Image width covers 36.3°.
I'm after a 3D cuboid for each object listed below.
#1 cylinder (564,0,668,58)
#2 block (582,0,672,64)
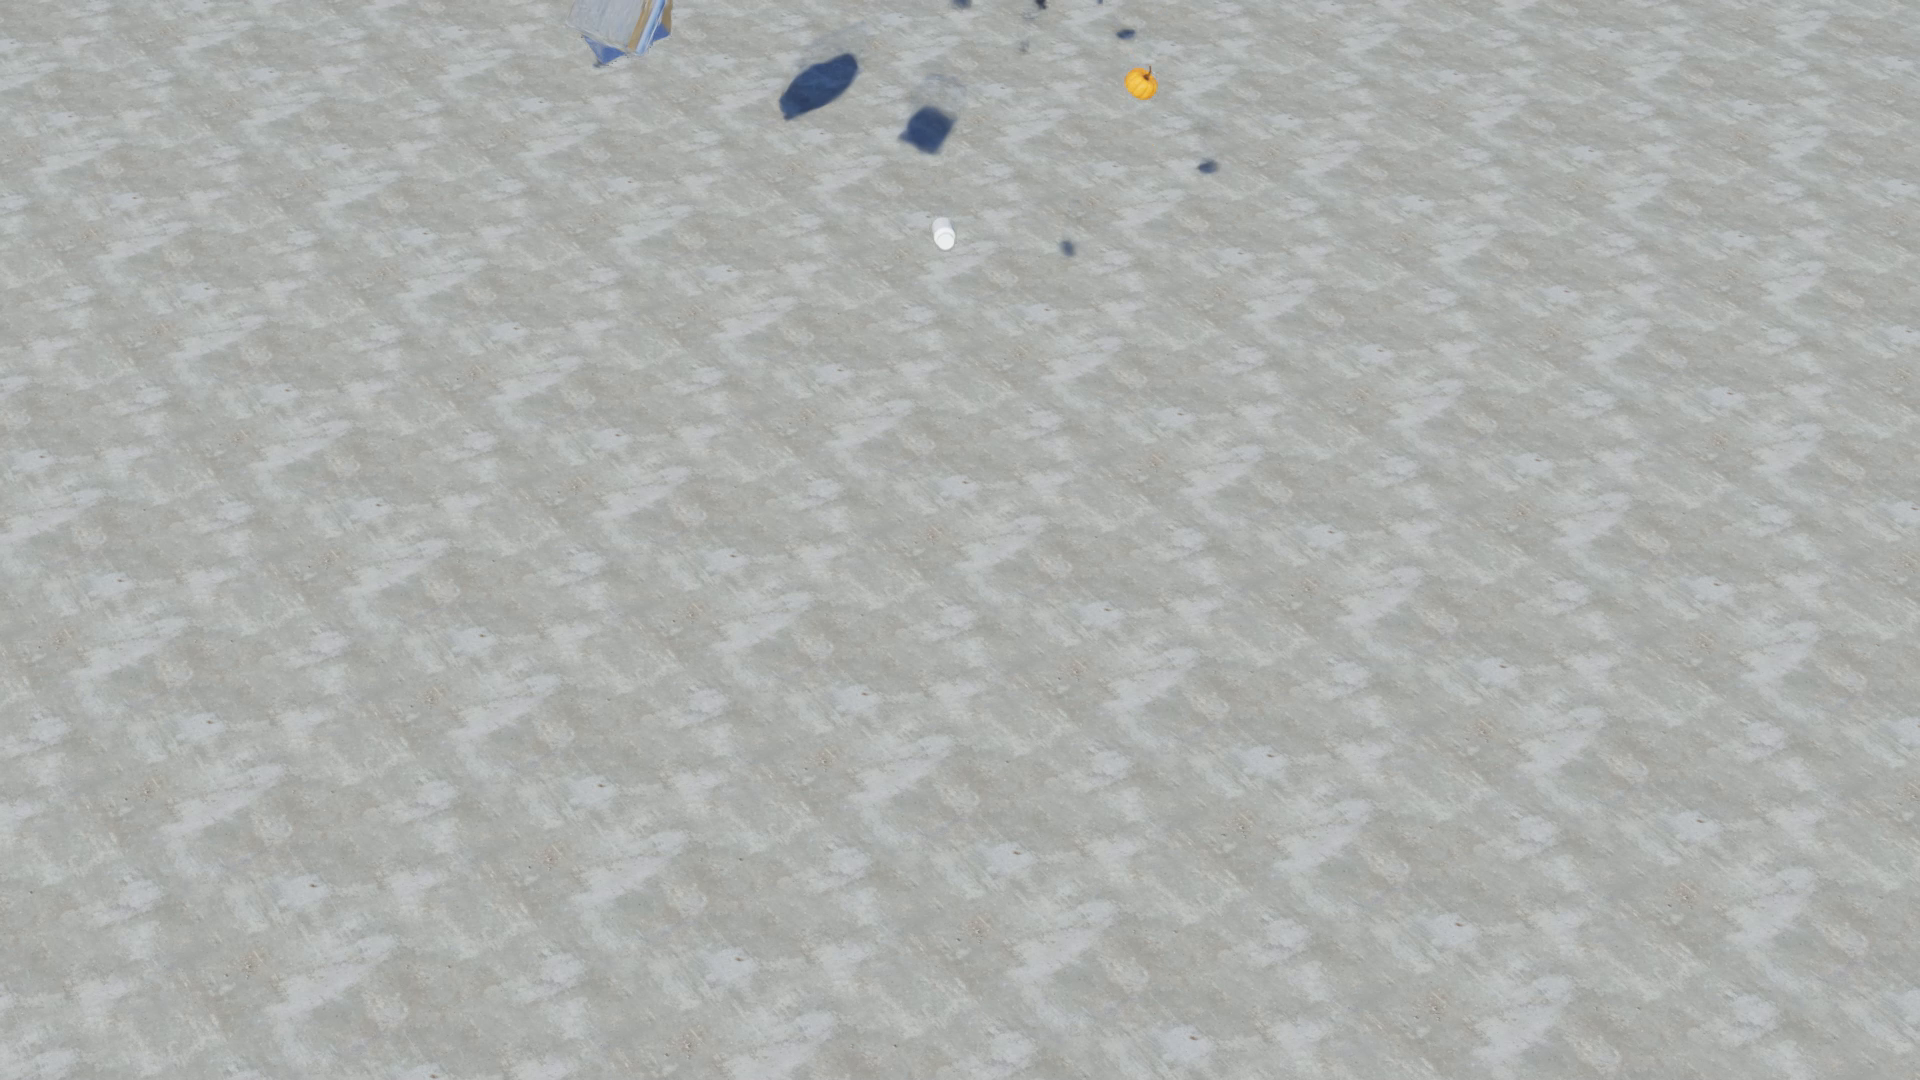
[{"bbox_3d":[-0.881,-1.379,7.569,0.223,0.193,0.214,24,2,26],"label":"cylinder"},{"bbox_3d":[-1.158,-1.851,10.209,0.276,0.306,0.143,-28,70,-20],"label":"block"}]
